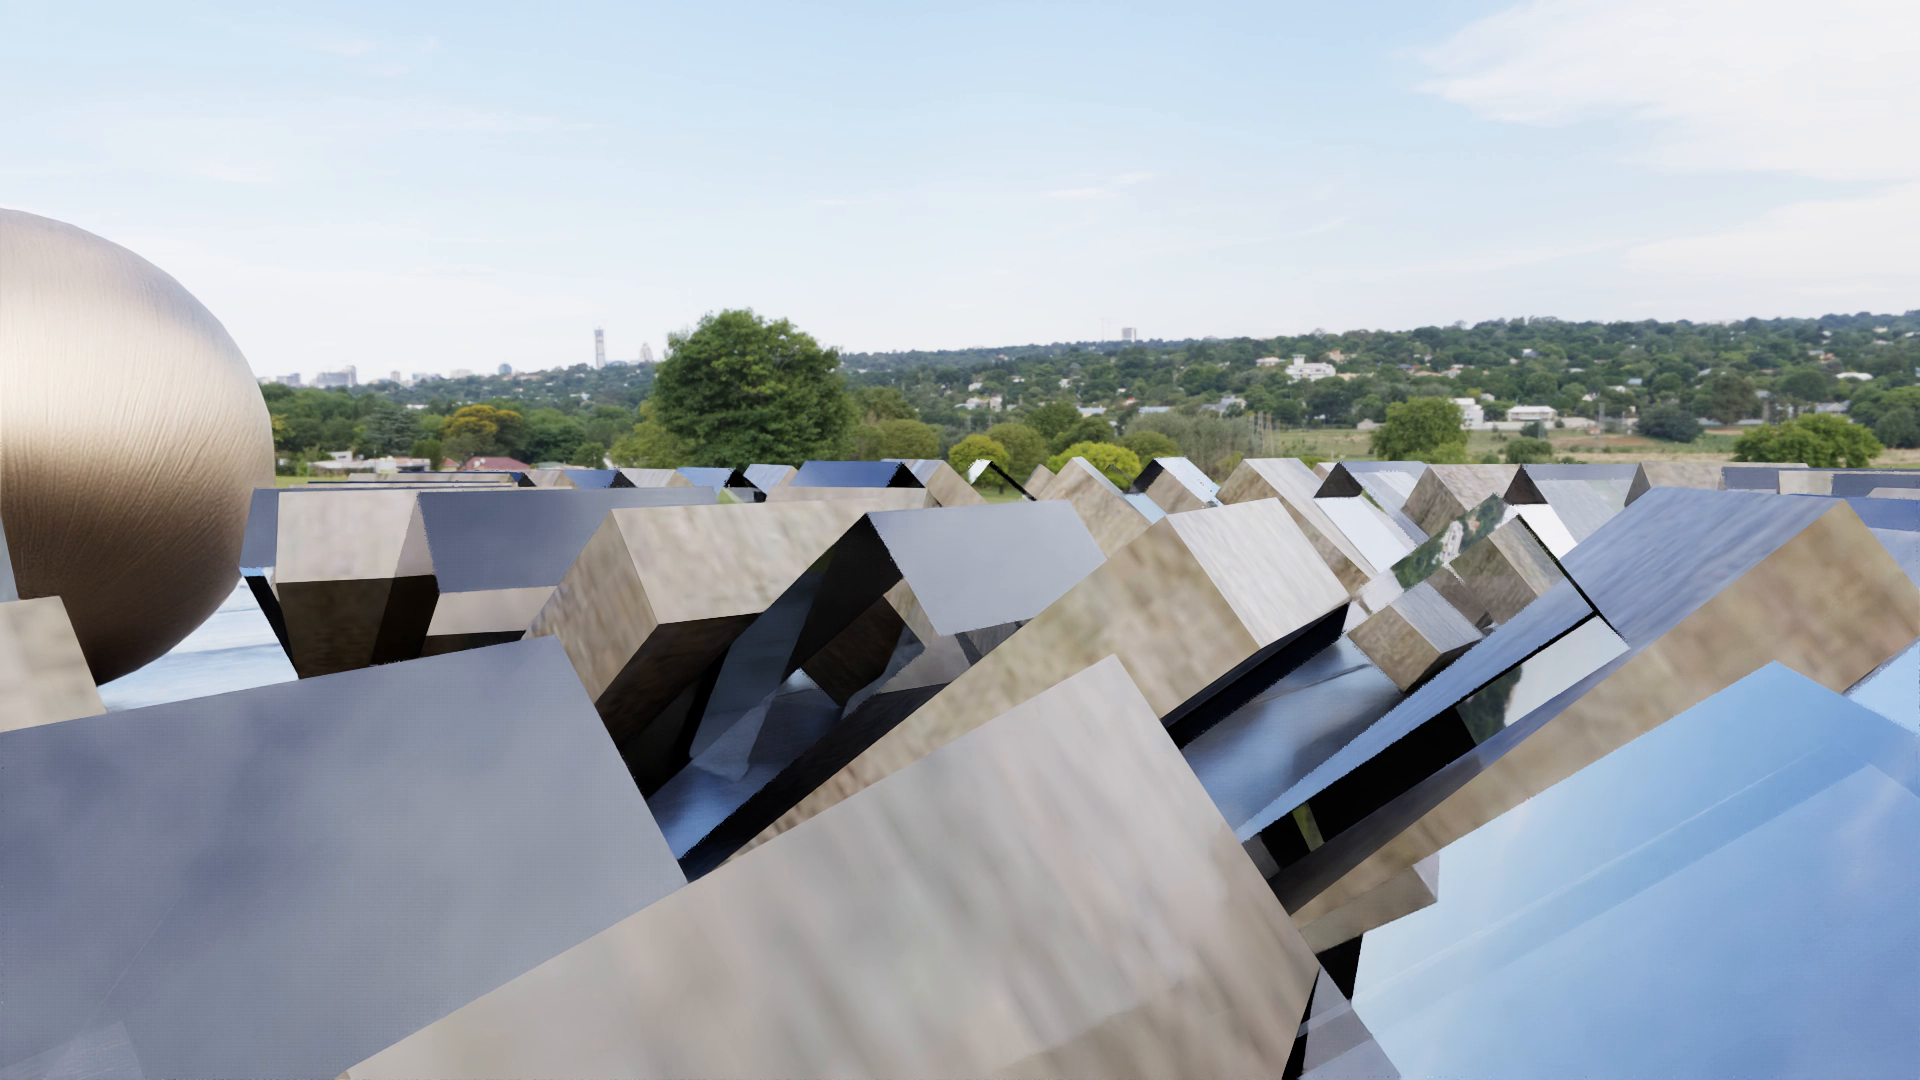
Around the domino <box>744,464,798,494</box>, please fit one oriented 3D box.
[{"bbox_3d":[-0.027,0.002,0.294,0.050,0.009,0.025,40,-15,-26],"label":"domino"}]

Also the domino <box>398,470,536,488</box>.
[{"bbox_3d":[-0.073,0.007,0.221,0.025,0.009,0.050,2,-33,21],"label":"domino"}]

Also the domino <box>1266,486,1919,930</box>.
[{"bbox_3d":[0.039,0.016,0.094,0.050,0.009,0.025,-39,1,6],"label":"domino"}]

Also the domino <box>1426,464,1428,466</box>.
[{"bbox_3d":[0.122,0.001,0.300,0.025,0.009,0.050,-4,43,-48],"label":"domino"}]

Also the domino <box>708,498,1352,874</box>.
[{"bbox_3d":[0.003,0.016,0.096,0.050,0.010,0.025,-40,-15,25],"label":"domino"}]

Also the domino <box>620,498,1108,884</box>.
[{"bbox_3d":[-0.012,0.016,0.103,0.050,0.010,0.025,-42,-20,30],"label":"domino"}]

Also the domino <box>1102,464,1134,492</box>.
[{"bbox_3d":[0.055,0.000,0.319,0.050,0.010,0.025,37,9,4],"label":"domino"}]

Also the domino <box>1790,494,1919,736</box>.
[{"bbox_3d":[0.056,0.016,0.098,0.050,0.009,0.025,-38,7,-2],"label":"domino"}]

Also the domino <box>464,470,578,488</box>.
[{"bbox_3d":[-0.069,0.006,0.238,0.025,0.009,0.050,2,-32,31],"label":"domino"}]

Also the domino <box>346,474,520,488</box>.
[{"bbox_3d":[-0.074,0.008,0.202,0.025,0.009,0.050,1,-34,10],"label":"domino"}]

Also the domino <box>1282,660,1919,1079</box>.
[{"bbox_3d":[0.000,0.022,0.027,0.050,0.009,0.025,-36,-7,17],"label":"domino"}]

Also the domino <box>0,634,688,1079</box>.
[{"bbox_3d":[-0.033,0.021,0.037,0.050,0.010,0.025,-38,-13,25],"label":"domino"}]

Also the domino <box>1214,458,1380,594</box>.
[{"bbox_3d":[0.075,0.004,0.248,0.025,0.009,0.050,-5,47,-51],"label":"domino"}]

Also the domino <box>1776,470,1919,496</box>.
[{"bbox_3d":[0.116,0.011,0.158,0.025,0.009,0.050,2,44,28],"label":"domino"}]

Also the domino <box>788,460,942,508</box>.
[{"bbox_3d":[-0.006,0.006,0.218,0.025,0.009,0.050,5,-34,47],"label":"domino"}]

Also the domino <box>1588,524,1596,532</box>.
[{"bbox_3d":[0.136,0.002,0.289,0.025,0.009,0.050,-3,42,-41],"label":"domino"}]

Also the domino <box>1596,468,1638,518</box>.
[{"bbox_3d":[0.159,0.004,0.264,0.025,0.010,0.050,-2,41,-30],"label":"domino"}]

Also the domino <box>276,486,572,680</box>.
[{"bbox_3d":[-0.055,0.013,0.136,0.025,0.010,0.050,-2,-33,-22],"label":"domino"}]

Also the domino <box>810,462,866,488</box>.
[{"bbox_3d":[-0.013,0.001,0.305,0.050,0.009,0.025,38,-9,-17],"label":"domino"}]

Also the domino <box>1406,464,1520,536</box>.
[{"bbox_3d":[0.103,0.006,0.226,0.025,0.009,0.050,-2,43,-22],"label":"domino"}]

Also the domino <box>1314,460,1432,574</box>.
[{"bbox_3d":[0.091,0.005,0.239,0.025,0.009,0.050,-2,44,-34],"label":"domino"}]

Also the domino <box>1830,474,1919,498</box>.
[{"bbox_3d":[0.110,0.013,0.142,0.025,0.010,0.050,3,44,37],"label":"domino"}]

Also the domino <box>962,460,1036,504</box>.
[{"bbox_3d":[0.021,0.004,0.247,0.050,0.009,0.025,40,0,-6],"label":"domino"}]

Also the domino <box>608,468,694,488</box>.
[{"bbox_3d":[-0.051,0.004,0.268,0.025,0.009,0.050,4,-31,45],"label":"domino"}]

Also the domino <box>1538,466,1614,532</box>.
[{"bbox_3d":[0.148,0.003,0.277,0.025,0.009,0.050,-3,42,-35],"label":"domino"}]

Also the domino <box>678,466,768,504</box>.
[{"bbox_3d":[-0.040,0.003,0.281,0.025,0.010,0.050,5,-30,51],"label":"domino"}]

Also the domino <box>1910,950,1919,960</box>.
[{"bbox_3d":[0.088,0.015,0.113,0.050,0.009,0.025,-42,19,-15],"label":"domino"}]

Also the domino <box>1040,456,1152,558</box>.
[{"bbox_3d":[0.039,0.004,0.251,0.050,0.009,0.025,42,10,5],"label":"domino"}]

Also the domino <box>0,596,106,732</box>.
[{"bbox_3d":[-0.049,0.021,0.042,0.050,0.009,0.025,-39,-16,31],"label":"domino"}]

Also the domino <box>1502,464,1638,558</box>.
[{"bbox_3d":[0.113,0.007,0.210,0.025,0.010,0.050,-1,44,-11],"label":"domino"}]

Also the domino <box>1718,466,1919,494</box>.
[{"bbox_3d":[0.120,0.010,0.174,0.025,0.009,0.050,2,44,20],"label":"domino"}]

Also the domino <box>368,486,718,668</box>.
[{"bbox_3d":[-0.042,0.014,0.123,0.025,0.009,0.050,-3,-33,-36],"label":"domino"}]

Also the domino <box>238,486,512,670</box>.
[{"bbox_3d":[-0.063,0.012,0.151,0.025,0.010,0.050,-1,-33,-12],"label":"domino"}]

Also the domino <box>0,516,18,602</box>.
[{"bbox_3d":[-0.118,0.007,0.138,0.025,0.050,0.009,-1,26,-19],"label":"domino"}]

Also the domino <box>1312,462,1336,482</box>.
[{"bbox_3d":[0.107,0.000,0.309,0.050,0.009,0.025,44,26,25],"label":"domino"}]

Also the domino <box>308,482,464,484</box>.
[{"bbox_3d":[-0.072,0.010,0.185,0.025,0.010,0.050,0,-33,1],"label":"domino"}]

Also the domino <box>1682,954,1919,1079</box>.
[{"bbox_3d":[0.017,0.022,0.024,0.050,0.010,0.025,-36,-3,13],"label":"domino"}]

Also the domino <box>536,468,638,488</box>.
[{"bbox_3d":[-0.061,0.005,0.253,0.025,0.010,0.050,3,-32,38],"label":"domino"}]

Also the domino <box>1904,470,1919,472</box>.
[{"bbox_3d":[0.185,0.007,0.217,0.025,0.009,0.050,0,41,-5],"label":"domino"}]

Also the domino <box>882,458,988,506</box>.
[{"bbox_3d":[0.006,0.005,0.233,0.050,0.009,0.025,43,-15,-23],"label":"domino"}]

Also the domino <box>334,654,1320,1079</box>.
[{"bbox_3d":[-0.017,0.022,0.031,0.050,0.009,0.025,-37,-10,21],"label":"domino"}]

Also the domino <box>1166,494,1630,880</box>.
[{"bbox_3d":[0.020,0.016,0.092,0.050,0.010,0.025,-39,-9,18],"label":"domino"}]

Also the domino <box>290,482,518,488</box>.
[{"bbox_3d":[-0.067,0.011,0.167,0.025,0.010,0.050,-1,-33,-9],"label":"domino"}]

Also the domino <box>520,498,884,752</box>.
[{"bbox_3d":[-0.028,0.015,0.112,0.025,0.009,0.050,-4,-31,-45],"label":"domino"}]

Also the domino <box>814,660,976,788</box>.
[{"bbox_3d":[-0.002,0.025,0.171,0.025,0.009,0.050,0,4,5],"label":"domino"}]

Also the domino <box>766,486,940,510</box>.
[{"bbox_3d":[-0.008,0.010,0.196,0.025,0.009,0.050,2,-30,24],"label":"domino"}]

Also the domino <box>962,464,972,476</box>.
[{"bbox_3d":[0.020,0.000,0.317,0.050,0.009,0.025,36,2,-4],"label":"domino"}]

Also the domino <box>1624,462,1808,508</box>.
[{"bbox_3d":[0.120,0.008,0.192,0.025,0.010,0.050,1,44,8],"label":"domino"}]

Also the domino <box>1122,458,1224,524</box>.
[{"bbox_3d":[0.057,0.004,0.252,0.050,0.009,0.025,44,19,15],"label":"domino"}]

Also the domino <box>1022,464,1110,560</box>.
[{"bbox_3d":[0.037,0.000,0.318,0.050,0.009,0.025,37,4,0],"label":"domino"}]

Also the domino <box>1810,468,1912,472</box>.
[{"bbox_3d":[0.179,0.006,0.234,0.025,0.009,0.050,-1,41,-14],"label":"domino"}]

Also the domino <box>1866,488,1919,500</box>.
[{"bbox_3d":[0.073,0.016,0.104,0.050,0.010,0.025,-40,13,-10],"label":"domino"}]

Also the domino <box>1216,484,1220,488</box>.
[{"bbox_3d":[0.072,0.000,0.318,0.050,0.009,0.025,39,13,10],"label":"domino"}]

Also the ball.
[{"bbox_3d":[-0.156,-0.013,0.207,0.080,0.080,0.080,0,4,0],"label":"ball"}]
